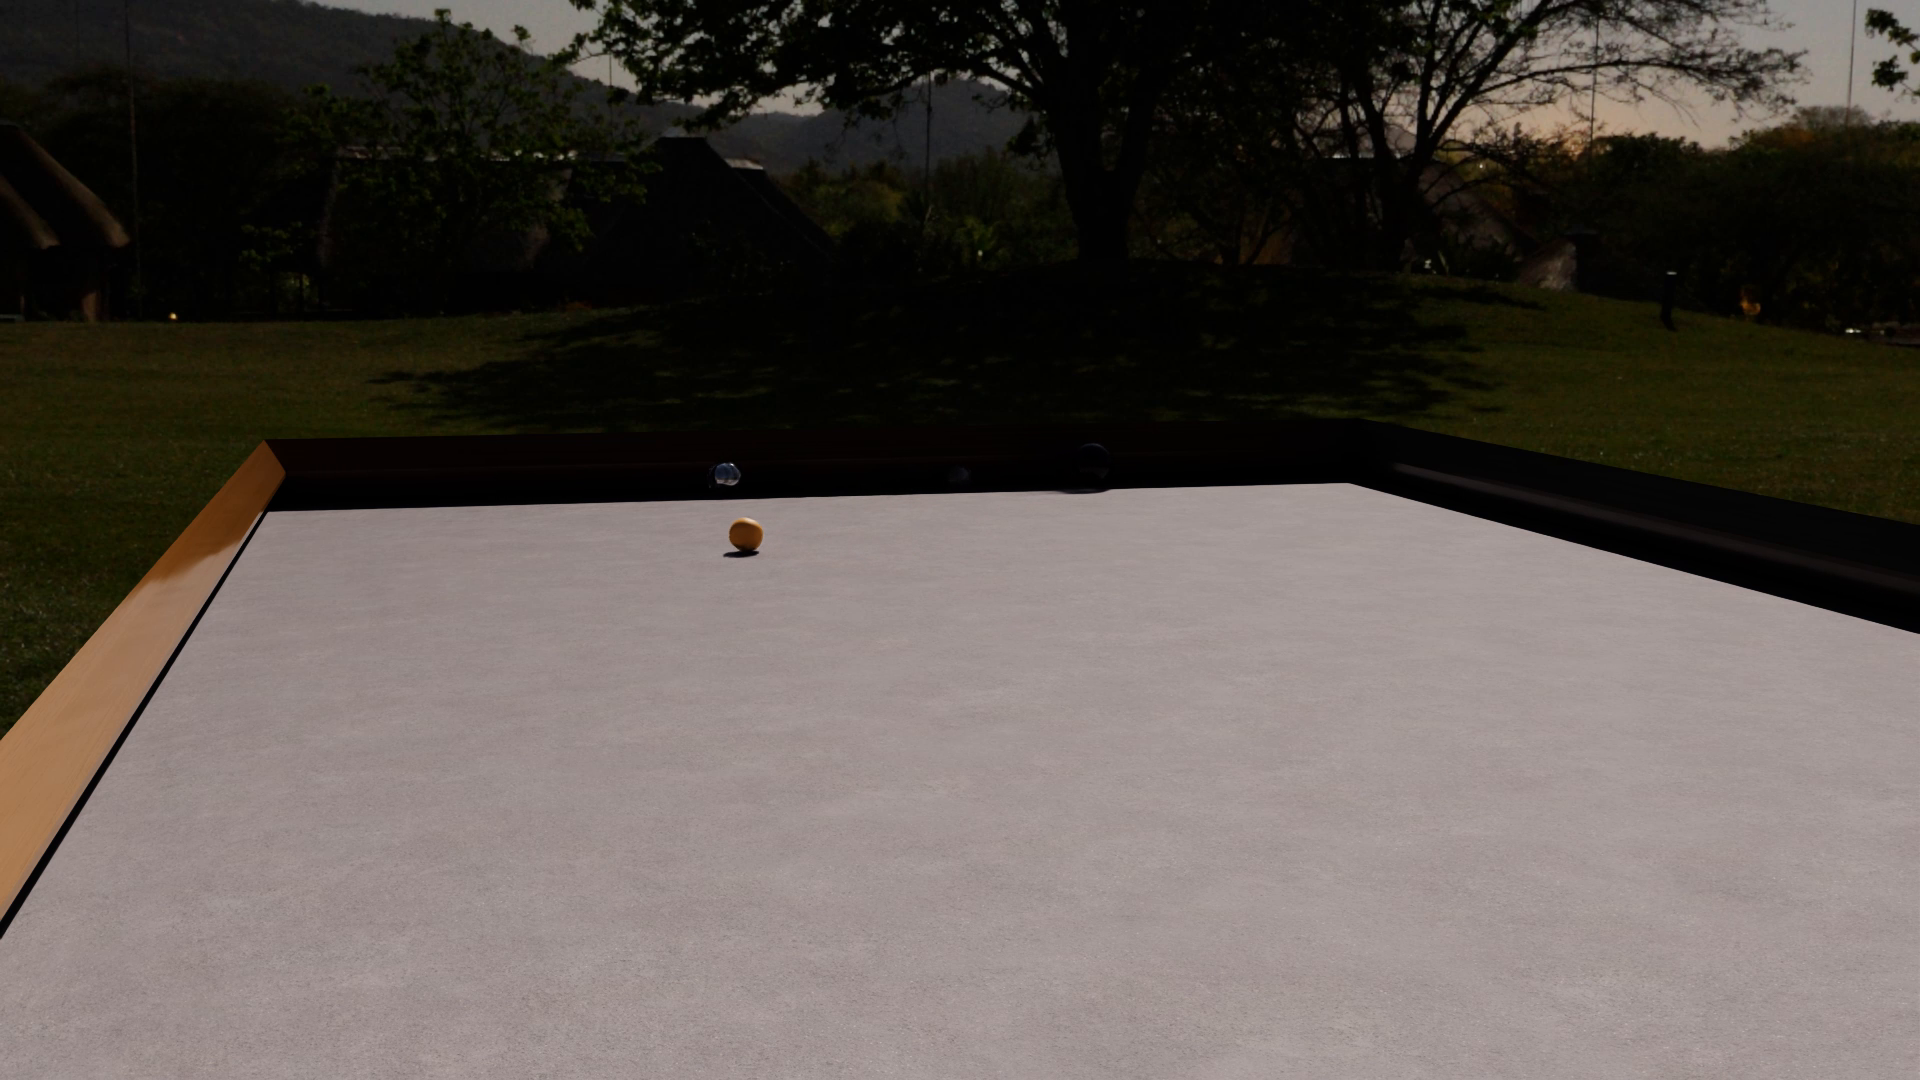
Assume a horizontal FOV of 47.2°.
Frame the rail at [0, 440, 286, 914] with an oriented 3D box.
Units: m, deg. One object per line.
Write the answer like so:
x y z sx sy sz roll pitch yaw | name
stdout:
-0.875 0.147 2.322 0.045 0.129 4.352 -2 8 -13 | rail

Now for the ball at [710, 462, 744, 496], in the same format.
-0.484 -0.126 4.560 0.071 0.071 0.071 0 8 0 | ball

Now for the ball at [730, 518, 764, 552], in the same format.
-0.364 -0.009 3.743 0.057 0.057 0.057 0 8 0 | ball

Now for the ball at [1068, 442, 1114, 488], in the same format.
0.282 -0.160 4.716 0.096 0.096 0.096 0 8 0 | ball

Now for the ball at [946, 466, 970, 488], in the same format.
-0.004 -0.134 4.696 0.049 0.049 0.049 0 8 0 | ball

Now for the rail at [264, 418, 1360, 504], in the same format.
-0.244 -0.170 4.661 2.358 0.129 0.045 -2 8 -13 | rail

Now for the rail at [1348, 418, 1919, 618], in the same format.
1.374 0.076 2.847 0.045 0.129 4.352 -2 8 -13 | rail
